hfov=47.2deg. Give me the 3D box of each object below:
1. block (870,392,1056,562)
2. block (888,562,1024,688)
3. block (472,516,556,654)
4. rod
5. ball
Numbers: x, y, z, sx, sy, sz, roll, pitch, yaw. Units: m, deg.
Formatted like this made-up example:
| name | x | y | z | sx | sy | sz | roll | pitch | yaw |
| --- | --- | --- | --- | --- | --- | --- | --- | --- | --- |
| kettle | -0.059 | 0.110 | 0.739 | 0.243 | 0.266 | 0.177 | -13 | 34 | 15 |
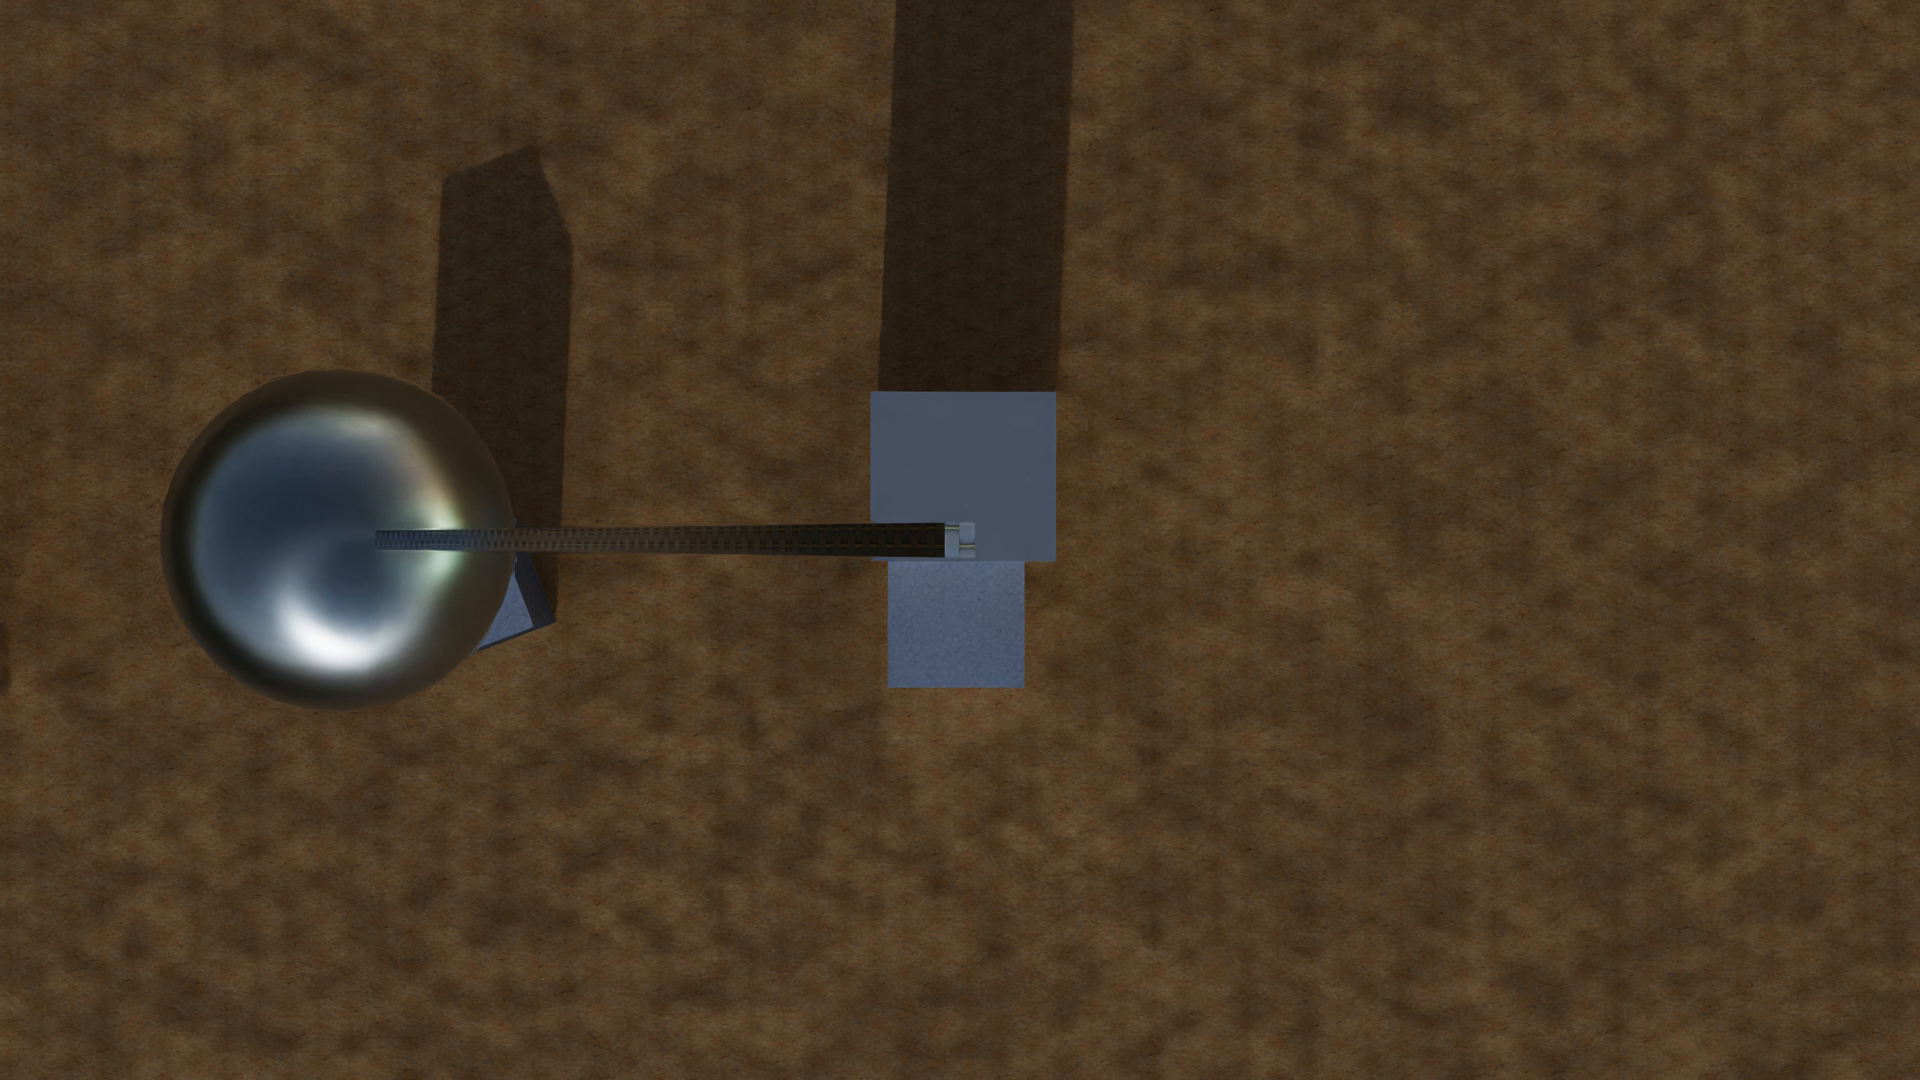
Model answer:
| name | x | y | z | sx | sy | sz | roll | pitch | yaw |
| --- | --- | --- | --- | --- | --- | --- | --- | --- | --- |
| block | 0.018 | -0.349 | 12.540 | 1.020 | 0.920 | 0.931 | 0 | 90 | 0 |
| block | -0.022 | 0.473 | 12.673 | 0.768 | 0.654 | 0.709 | 0 | 90 | 0 |
| block | -2.778 | 0.272 | 12.662 | 0.577 | 0.676 | 0.676 | -21 | 90 | 0 |
| rod | -1.252 | 0.000 | 7.296 | 0.080 | 5.200 | 0.080 | 0 | 90 | -29 |
| ball | -2.890 | 0.000 | 10.276 | 1.600 | 1.600 | 1.600 | 0 | 90 | 0 |
